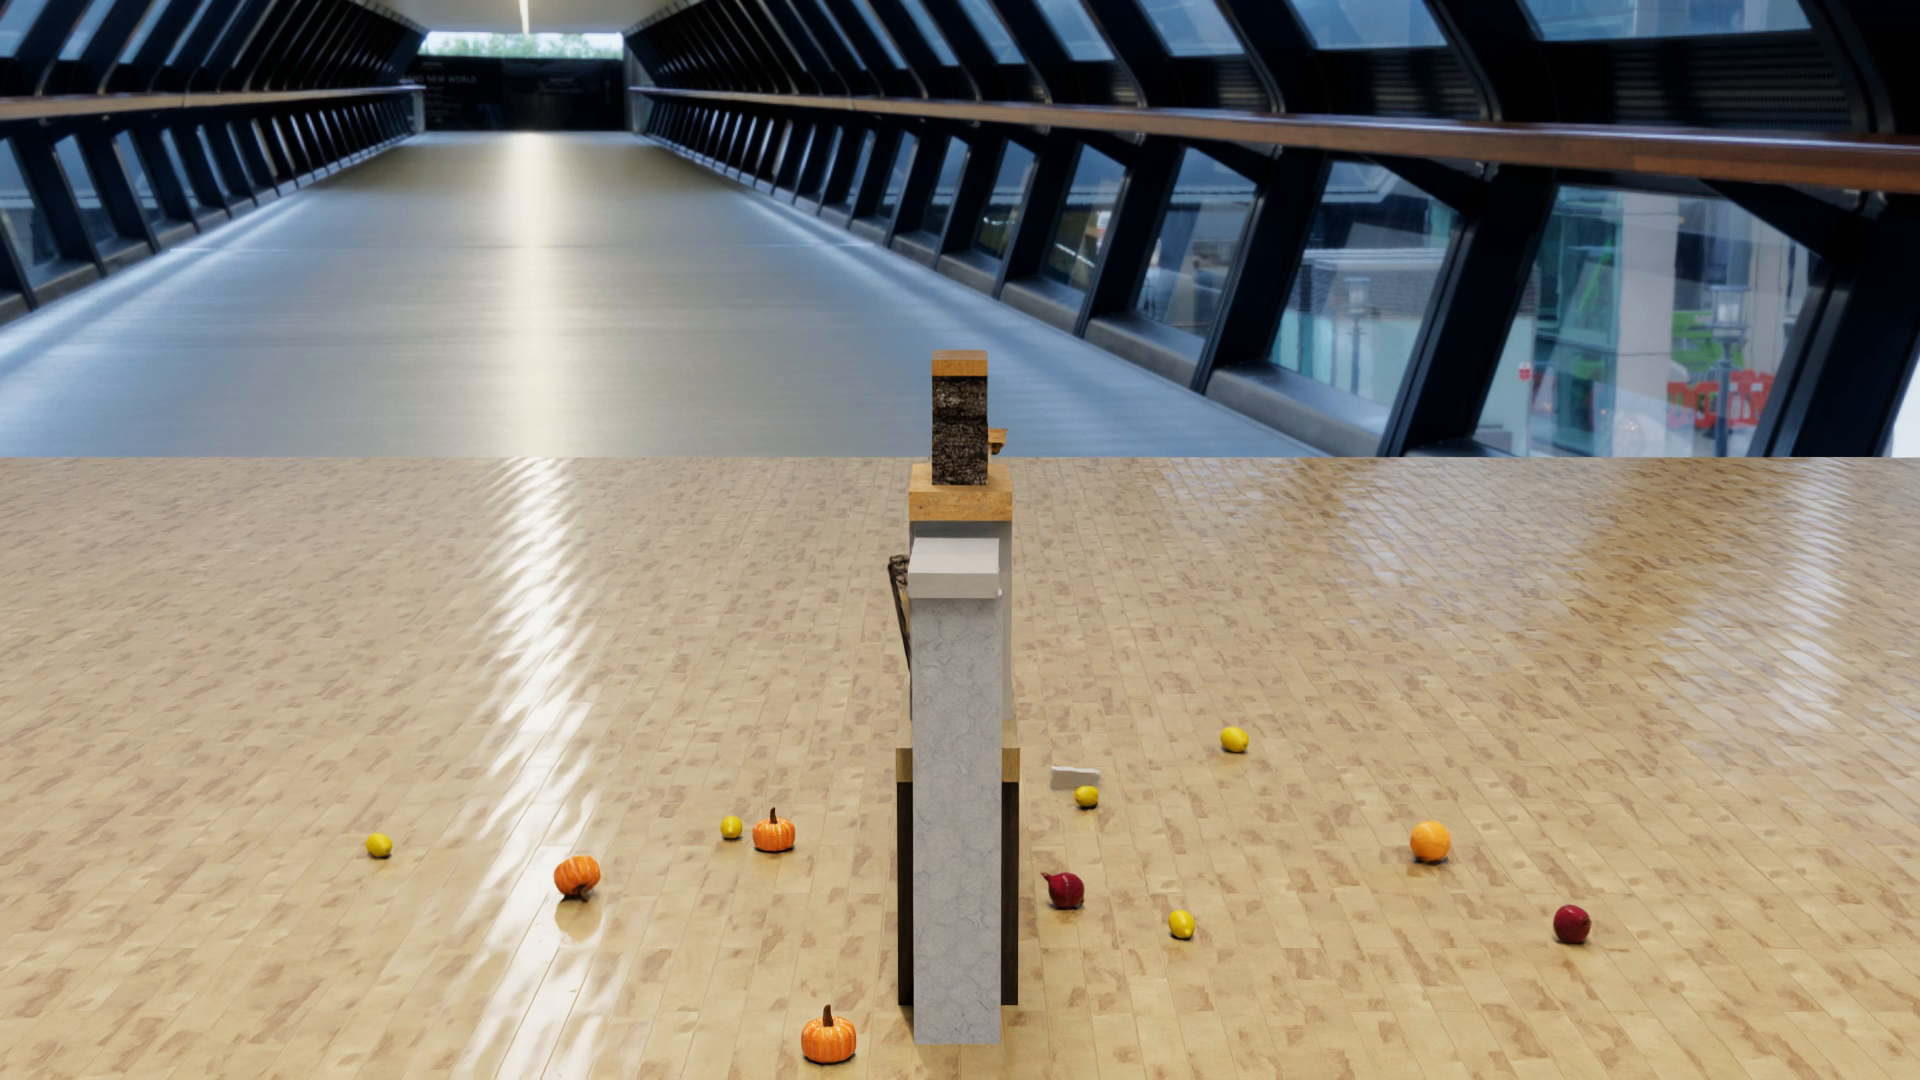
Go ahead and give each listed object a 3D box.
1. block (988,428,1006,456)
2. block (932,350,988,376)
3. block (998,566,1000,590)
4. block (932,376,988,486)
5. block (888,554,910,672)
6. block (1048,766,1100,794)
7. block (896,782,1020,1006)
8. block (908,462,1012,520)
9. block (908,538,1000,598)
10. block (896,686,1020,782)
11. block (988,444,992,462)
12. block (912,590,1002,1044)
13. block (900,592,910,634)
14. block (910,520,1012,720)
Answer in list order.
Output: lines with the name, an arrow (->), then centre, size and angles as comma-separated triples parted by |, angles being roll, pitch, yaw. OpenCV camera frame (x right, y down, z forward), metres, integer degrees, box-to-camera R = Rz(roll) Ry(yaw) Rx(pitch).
block -> 0.031, -0.186, 4.123 | 0.094, 0.027, 0.189 | 4, -5, -4
block -> 0.000, -0.262, 3.250 | 0.081, 0.023, 0.162 | 0, 10, 0
block -> -0.004, 0.159, 3.139 | 0.121, 0.241, 0.034 | 0, 9, 0
block -> 0.000, -0.162, 3.213 | 0.081, 0.162, 0.023 | 0, 10, 0
block -> -0.040, 0.149, 4.101 | 0.141, 0.040, 0.283 | -3, 52, -14
block -> 0.218, 0.459, 4.214 | 0.092, 0.046, 0.013 | 6, 27, -6
block -> -0.003, 0.501, 3.187 | 0.175, 0.349, 0.049 | 0, 12, 0
block -> 0.001, -0.074, 3.305 | 0.149, 0.042, 0.298 | 0, 10, 0
block -> -0.007, 0.037, 3.041 | 0.121, 0.034, 0.241 | 0, 11, 1
block -> -0.003, 0.284, 3.261 | 0.175, 0.049, 0.349 | 0, 11, 0
block -> 0.006, -0.110, 3.983 | 0.094, 0.027, 0.189 | 2, 37, 2
block -> -0.004, 0.385, 3.022 | 0.121, 0.640, 0.034 | 0, 11, 0
block -> -0.010, 0.184, 3.521 | 0.118, 0.237, 0.034 | -17, -13, 13
block -> 0.001, 0.112, 3.230 | 0.149, 0.298, 0.042 | 0, 8, 0
